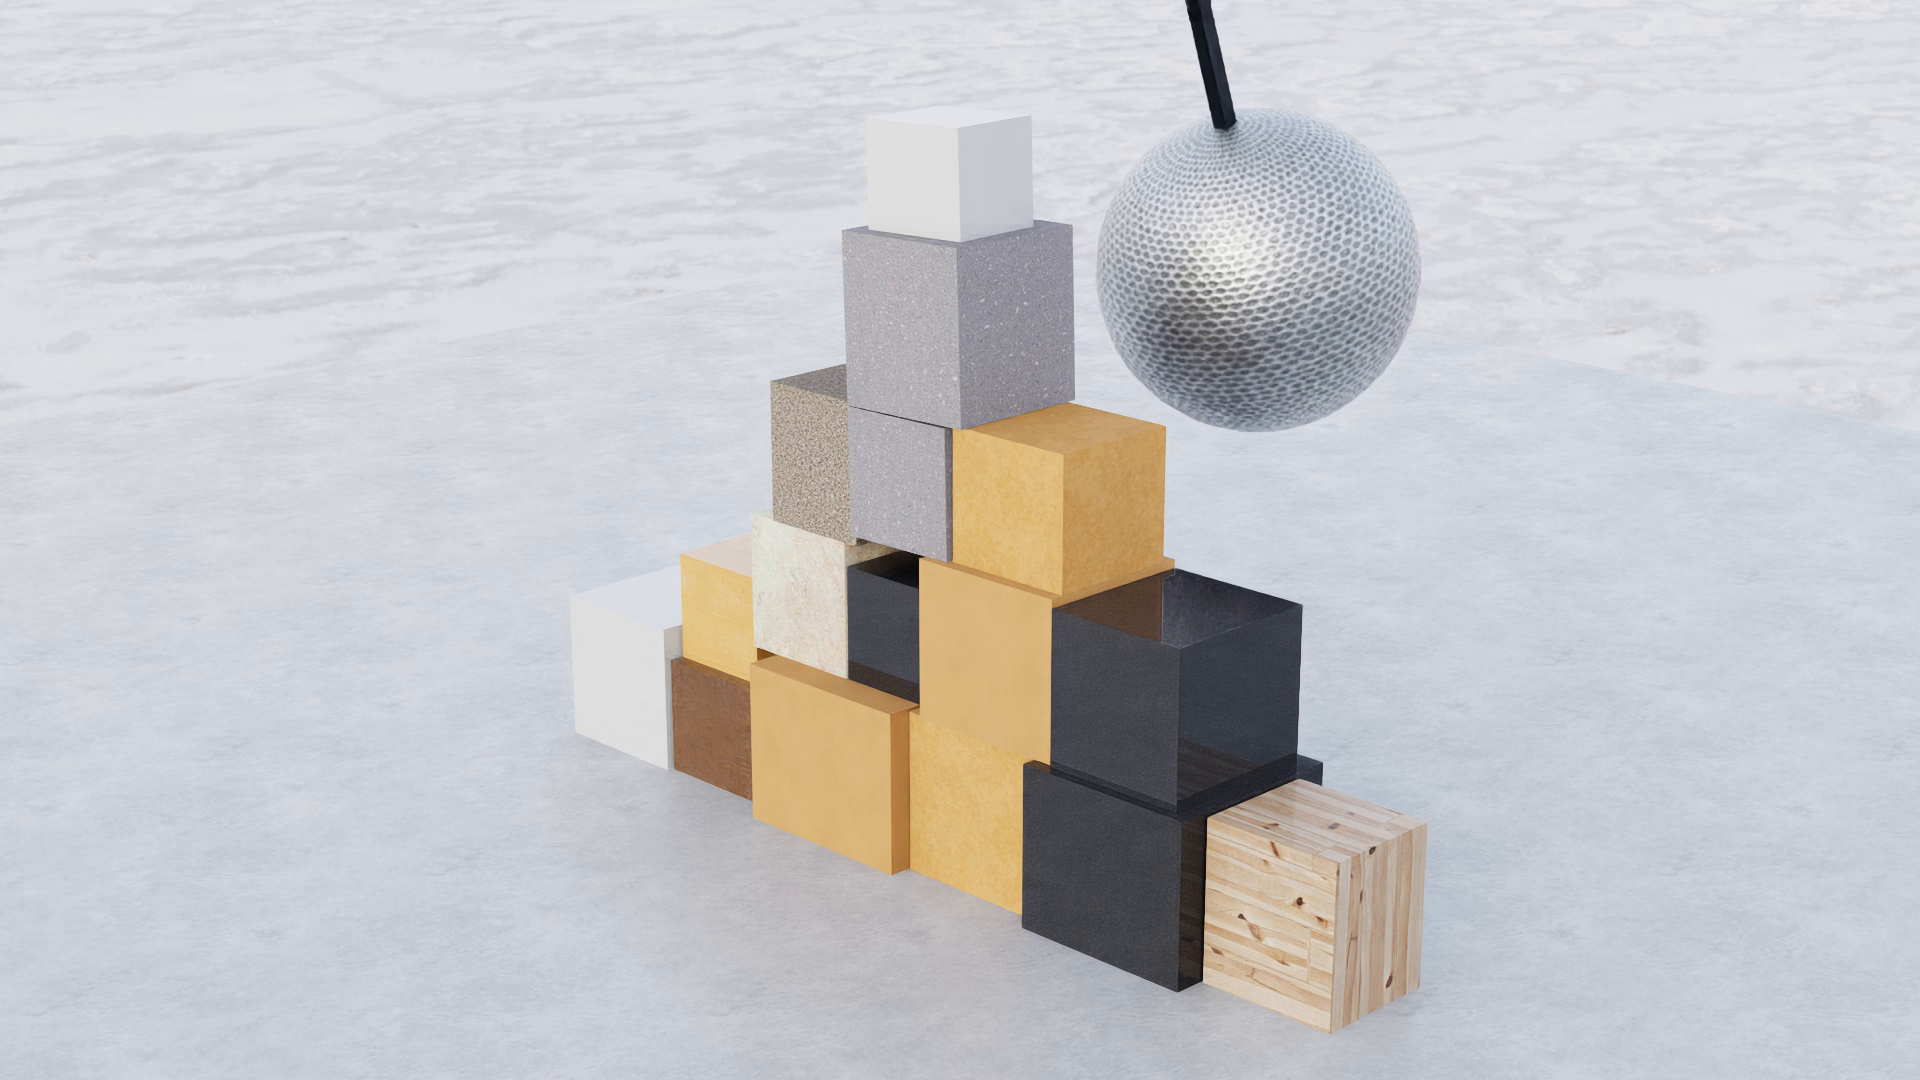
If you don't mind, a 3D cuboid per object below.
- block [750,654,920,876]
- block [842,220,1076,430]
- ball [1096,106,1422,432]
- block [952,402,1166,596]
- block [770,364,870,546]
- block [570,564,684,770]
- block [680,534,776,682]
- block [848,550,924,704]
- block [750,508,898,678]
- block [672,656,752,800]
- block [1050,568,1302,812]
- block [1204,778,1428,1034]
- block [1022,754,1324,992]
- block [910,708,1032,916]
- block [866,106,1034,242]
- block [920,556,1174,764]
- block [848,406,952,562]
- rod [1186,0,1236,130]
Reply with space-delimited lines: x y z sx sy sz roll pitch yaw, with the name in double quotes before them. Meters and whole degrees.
"block" -0.327 0.963 13.968 0.926 0.787 0.962 -17 24 -42
"block" -0.003 -0.998 13.046 0.724 0.794 0.720 -17 22 -42
"ball" 1.467 -1.330 14.461 1.600 1.600 1.600 0 17 0
"block" 0.433 -0.199 12.834 0.653 0.622 0.659 -17 24 -42
"block" -0.447 -0.422 13.705 0.649 0.676 0.574 -17 24 -42
"block" -1.465 0.640 15.066 0.739 0.745 0.749 -17 24 -42
"block" -0.975 0.321 14.483 0.569 0.540 0.560 -17 24 -42
"block" -0.116 0.384 13.574 0.572 0.553 0.567 -17 24 -42
"block" -0.548 0.196 13.981 0.650 0.667 0.601 17 24 42
"block" -0.923 0.875 14.591 0.698 0.581 0.738 -17 24 -42
"block" 0.924 0.627 12.563 0.795 0.721 0.719 -17 24 -42
"block" 1.481 1.518 12.258 0.607 0.753 0.676 -17 24 -42
"block" 0.922 1.335 12.803 0.933 0.775 0.907 -17 24 -42
"block" 0.311 1.153 13.381 0.736 0.776 0.794 -17 24 -42
"block" -0.045 -1.612 12.861 0.551 0.491 0.474 13 21 41
"block" 0.385 0.444 13.086 0.792 0.755 0.806 -17 24 -42
"block" -0.048 -0.321 13.263 0.662 0.607 0.618 -17 23 -42
"rod" 0.636 -4.124 12.712 0.080 5.200 0.080 17 44 42
